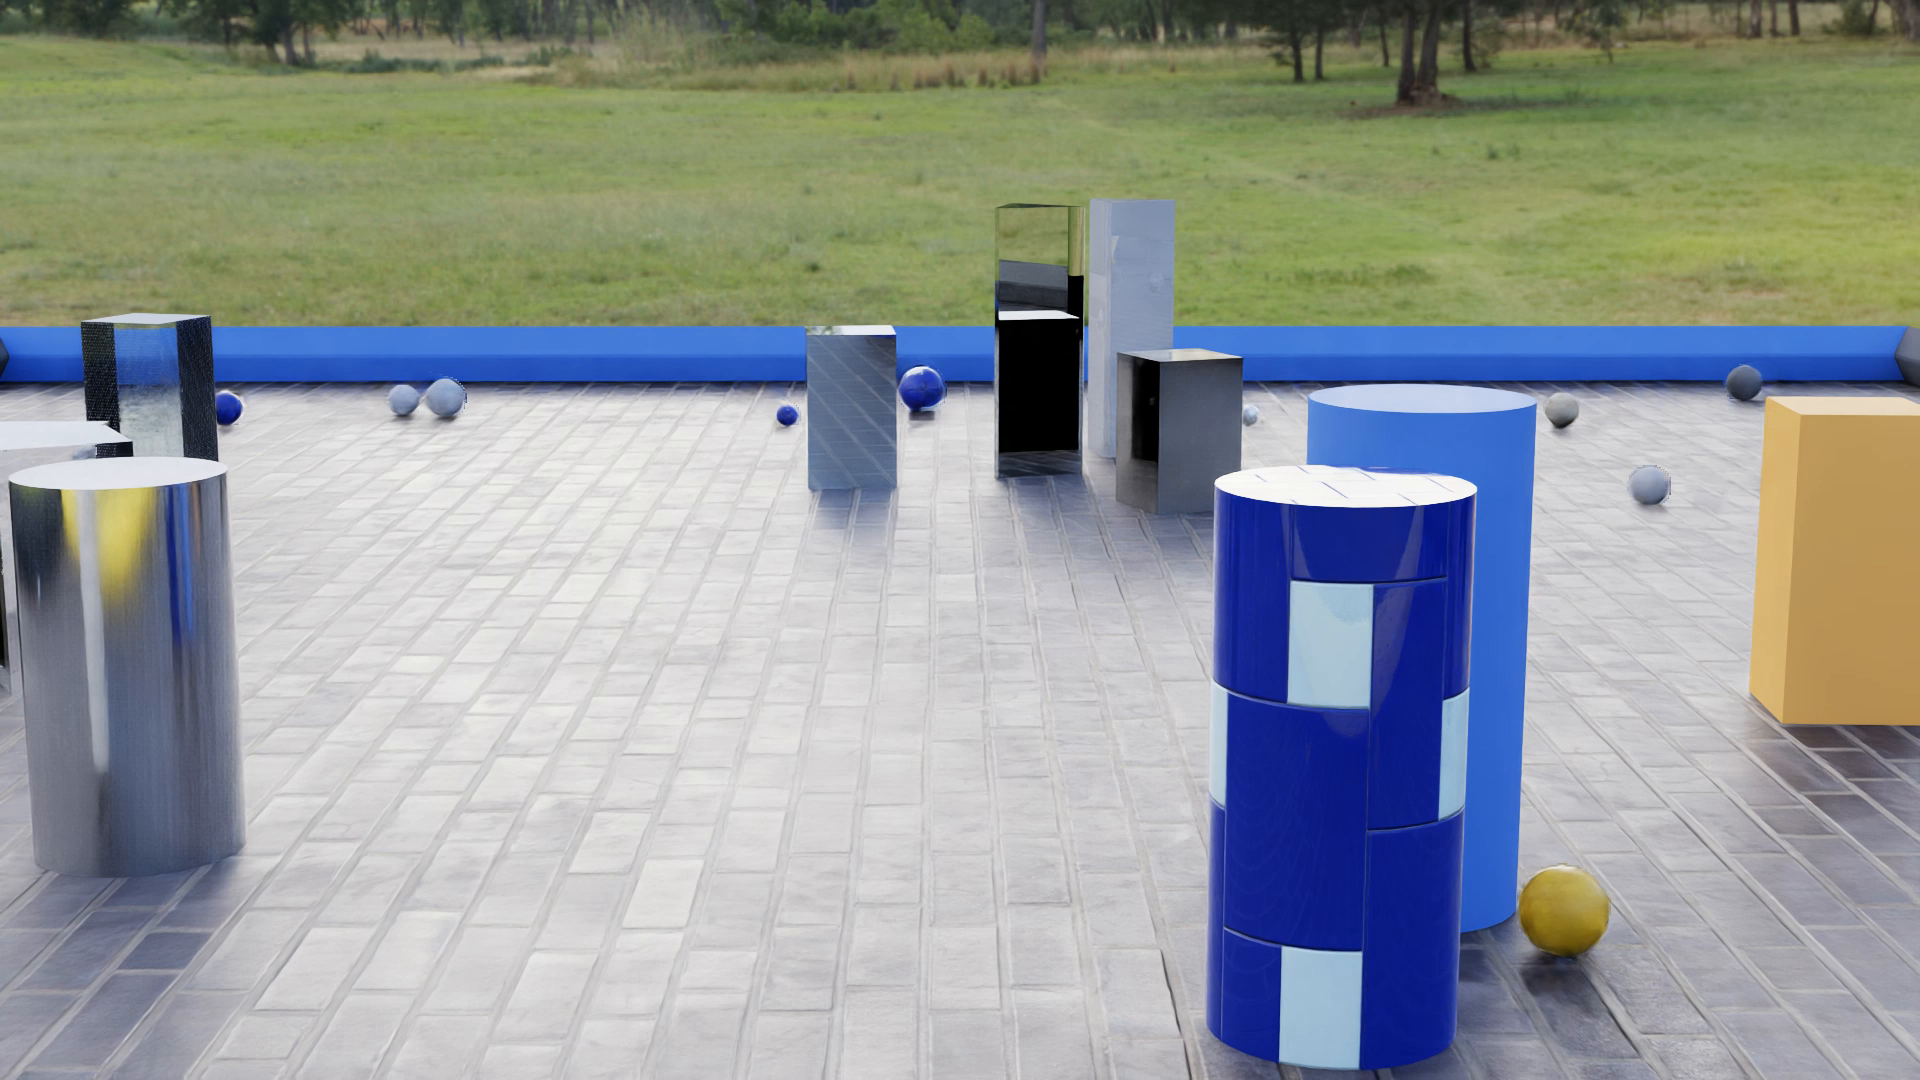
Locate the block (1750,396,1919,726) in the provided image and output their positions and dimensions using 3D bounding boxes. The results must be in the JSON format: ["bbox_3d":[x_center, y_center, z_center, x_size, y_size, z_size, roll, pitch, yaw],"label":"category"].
[{"bbox_3d":[1.000,0.021,2.905,0.154,0.348,0.154,1,11,3],"label":"block"}]

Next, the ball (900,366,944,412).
[{"bbox_3d":[-0.081,-0.318,5.417,0.096,0.096,0.096,0,11,0],"label":"ball"}]

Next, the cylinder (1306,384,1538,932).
[{"bbox_3d":[0.393,0.098,2.225,0.192,0.445,0.192,0,11,0],"label":"cylinder"}]

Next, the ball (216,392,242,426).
[{"bbox_3d":[-1.493,-0.267,5.209,0.069,0.069,0.069,0,11,0],"label":"ball"}]

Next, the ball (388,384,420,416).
[{"bbox_3d":[-1.164,-0.293,5.368,0.064,0.064,0.064,0,11,0],"label":"ball"}]

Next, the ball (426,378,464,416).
[{"bbox_3d":[-1.073,-0.296,5.345,0.079,0.079,0.079,0,11,0],"label":"ball"}]

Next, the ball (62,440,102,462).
[{"bbox_3d":[-1.512,-0.139,4.420,0.065,0.065,0.065,0,11,0],"label":"ball"}]

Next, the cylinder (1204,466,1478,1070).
[{"bbox_3d":[0.285,0.165,1.935,0.192,0.419,0.192,0,11,0],"label":"cylinder"}]

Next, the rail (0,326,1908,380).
[{"bbox_3d":[-0.014,-0.428,5.923,4.427,0.125,0.045,0,11,0],"label":"rail"}]

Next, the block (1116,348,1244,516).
[{"bbox_3d":[0.363,-0.182,4.262,0.154,0.251,0.154,-4,11,-23],"label":"block"}]

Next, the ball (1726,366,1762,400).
[{"bbox_3d":[1.713,-0.343,5.605,0.077,0.077,0.077,0,11,0],"label":"ball"}]

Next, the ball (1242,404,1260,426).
[{"bbox_3d":[0.585,-0.254,5.206,0.046,0.046,0.046,0,11,0],"label":"ball"}]

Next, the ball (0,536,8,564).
[{"bbox_3d":[-1.418,0.014,3.732,0.059,0.059,0.059,0,11,0],"label":"ball"}]

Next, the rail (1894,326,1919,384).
[{"bbox_3d":[2.190,0.030,3.462,0.045,0.125,5.080,0,11,0],"label":"rail"}]

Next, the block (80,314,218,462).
[{"bbox_3d":[-1.393,-0.234,4.418,0.154,0.296,0.154,3,11,17],"label":"block"}]

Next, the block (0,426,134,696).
[{"bbox_3d":[-1.075,0.021,3.064,0.154,0.290,0.154,-6,12,-29],"label":"block"}]

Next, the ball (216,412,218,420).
[{"bbox_3d":[-1.522,-0.250,5.156,0.056,0.056,0.056,0,11,0],"label":"ball"}]

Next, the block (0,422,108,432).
[{"bbox_3d":[-1.231,-0.025,3.426,0.154,0.248,0.154,0,11,-1],"label":"block"}]

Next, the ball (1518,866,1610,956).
[{"bbox_3d":[0.499,0.306,2.119,0.074,0.074,0.074,0,11,0],"label":"ball"}]

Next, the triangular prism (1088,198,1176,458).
[{"bbox_3d":[0.294,-0.406,4.857,0.166,0.474,0.144,-8,13,-37],"label":"triangular prism"}]

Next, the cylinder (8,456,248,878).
[{"bbox_3d":[-0.770,0.113,2.384,0.192,0.356,0.192,0,11,0],"label":"cylinder"}]

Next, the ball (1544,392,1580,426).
[{"bbox_3d":[1.222,-0.265,5.205,0.069,0.069,0.069,0,11,0],"label":"ball"}]

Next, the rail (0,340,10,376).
[{"bbox_3d":[-2.190,0.034,3.437,0.045,0.125,5.080,0,11,0],"label":"rail"}]

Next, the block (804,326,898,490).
[{"bbox_3d":[-0.192,-0.235,4.500,0.154,0.267,0.154,-1,11,-5],"label":"block"}]

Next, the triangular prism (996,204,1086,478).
[{"bbox_3d":[0.120,-0.362,4.611,0.166,0.476,0.144,-4,11,-18],"label":"triangular prism"}]

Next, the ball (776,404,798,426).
[{"bbox_3d":[-0.351,-0.253,5.207,0.045,0.045,0.045,0,11,0],"label":"ball"}]

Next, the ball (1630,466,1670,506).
[{"bbox_3d":[1.149,-0.090,4.275,0.064,0.064,0.064,0,11,0],"label":"ball"}]
